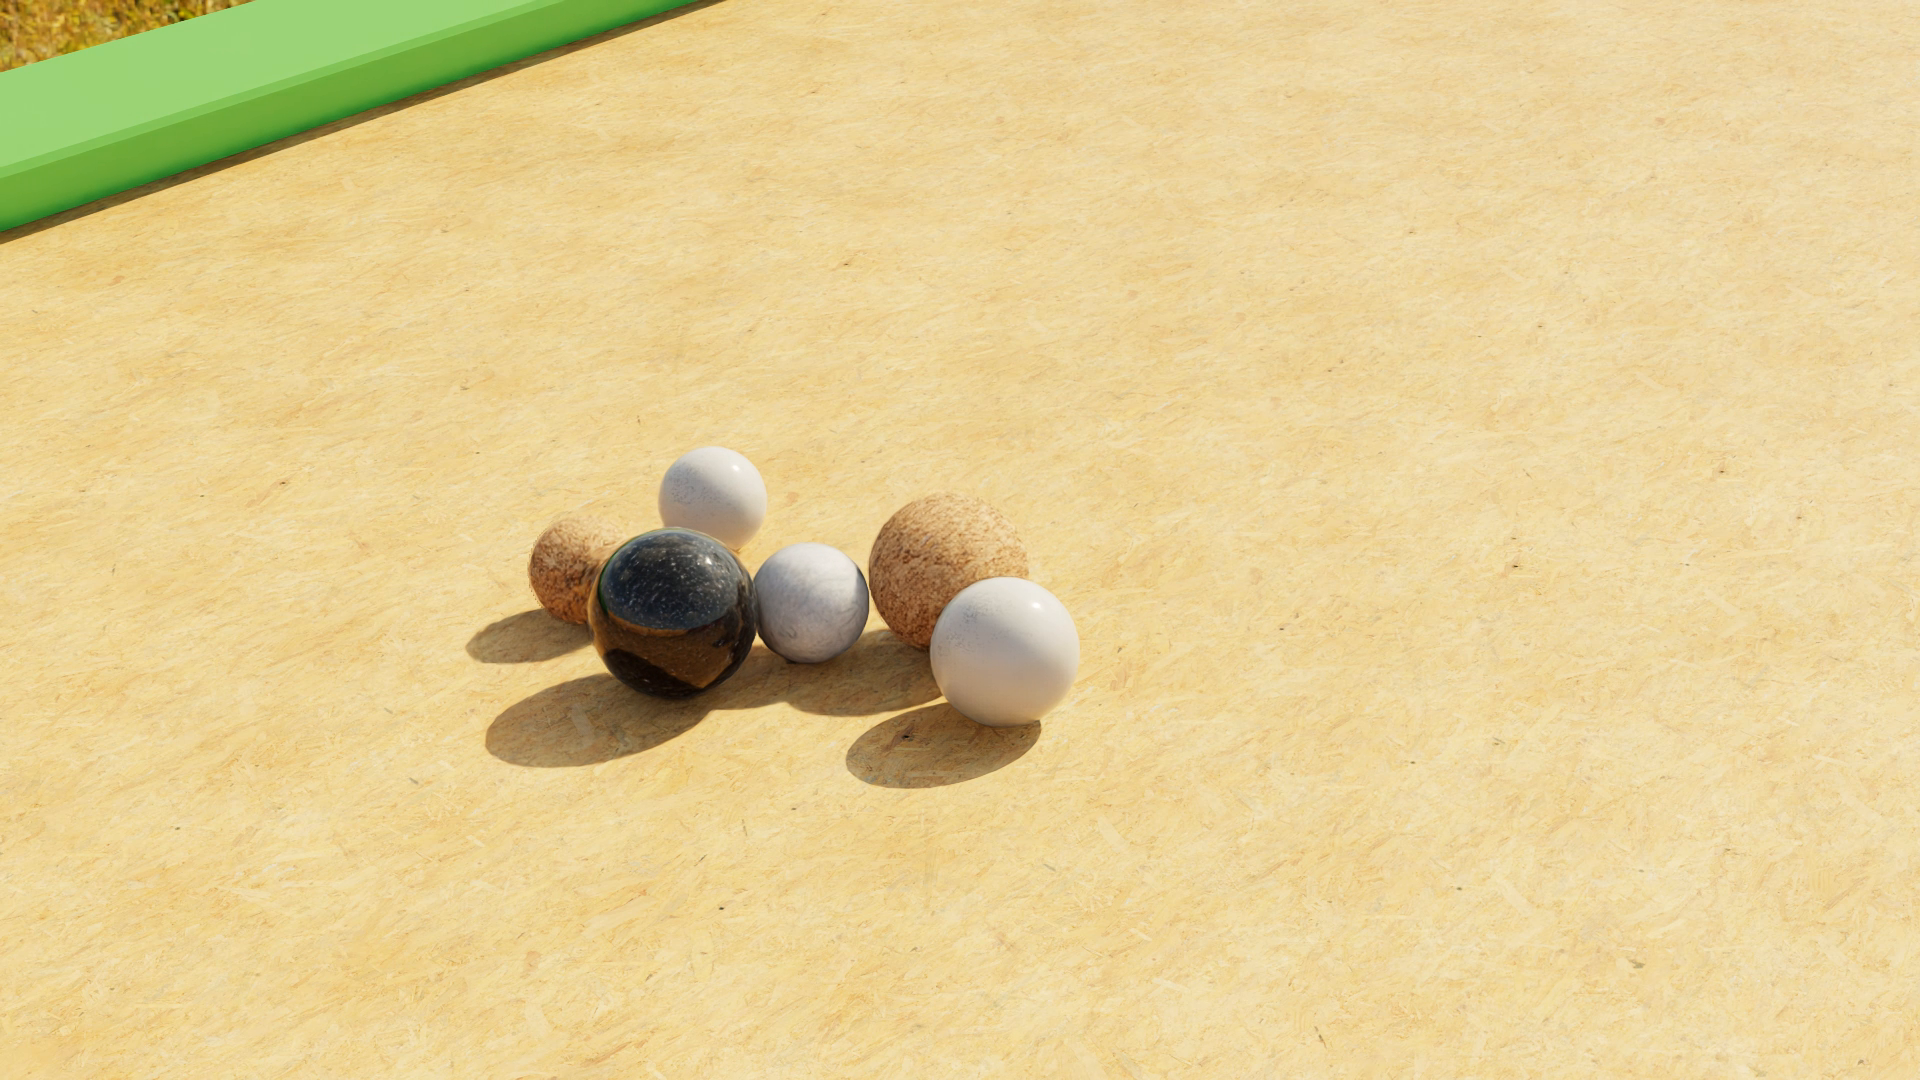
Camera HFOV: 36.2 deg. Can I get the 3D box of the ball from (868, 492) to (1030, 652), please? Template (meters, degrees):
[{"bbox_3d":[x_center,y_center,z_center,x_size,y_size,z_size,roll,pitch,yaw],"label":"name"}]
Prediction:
[{"bbox_3d":[-0.007,0.020,1.751,0.096,0.096,0.096,0,25,0],"label":"ball"}]

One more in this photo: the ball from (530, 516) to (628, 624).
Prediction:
[{"bbox_3d":[-0.229,0.018,1.791,0.066,0.066,0.066,0,25,0],"label":"ball"}]

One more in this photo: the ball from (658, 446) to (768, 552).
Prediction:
[{"bbox_3d":[-0.158,-0.025,1.877,0.070,0.070,0.070,0,25,0],"label":"ball"}]

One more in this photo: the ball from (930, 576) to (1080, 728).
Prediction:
[{"bbox_3d":[0.026,0.064,1.670,0.086,0.086,0.086,0,25,0],"label":"ball"}]

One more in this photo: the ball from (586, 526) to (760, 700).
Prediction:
[{"bbox_3d":[-0.166,0.042,1.700,0.100,0.100,0.100,0,25,0],"label":"ball"}]

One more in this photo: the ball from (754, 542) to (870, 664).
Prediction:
[{"bbox_3d":[-0.089,0.037,1.743,0.072,0.072,0.072,0,25,0],"label":"ball"}]

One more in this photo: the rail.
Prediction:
[{"bbox_3d":[-0.319,-0.595,3.025,0.045,0.129,3.709,16,30,31],"label":"rail"}]
